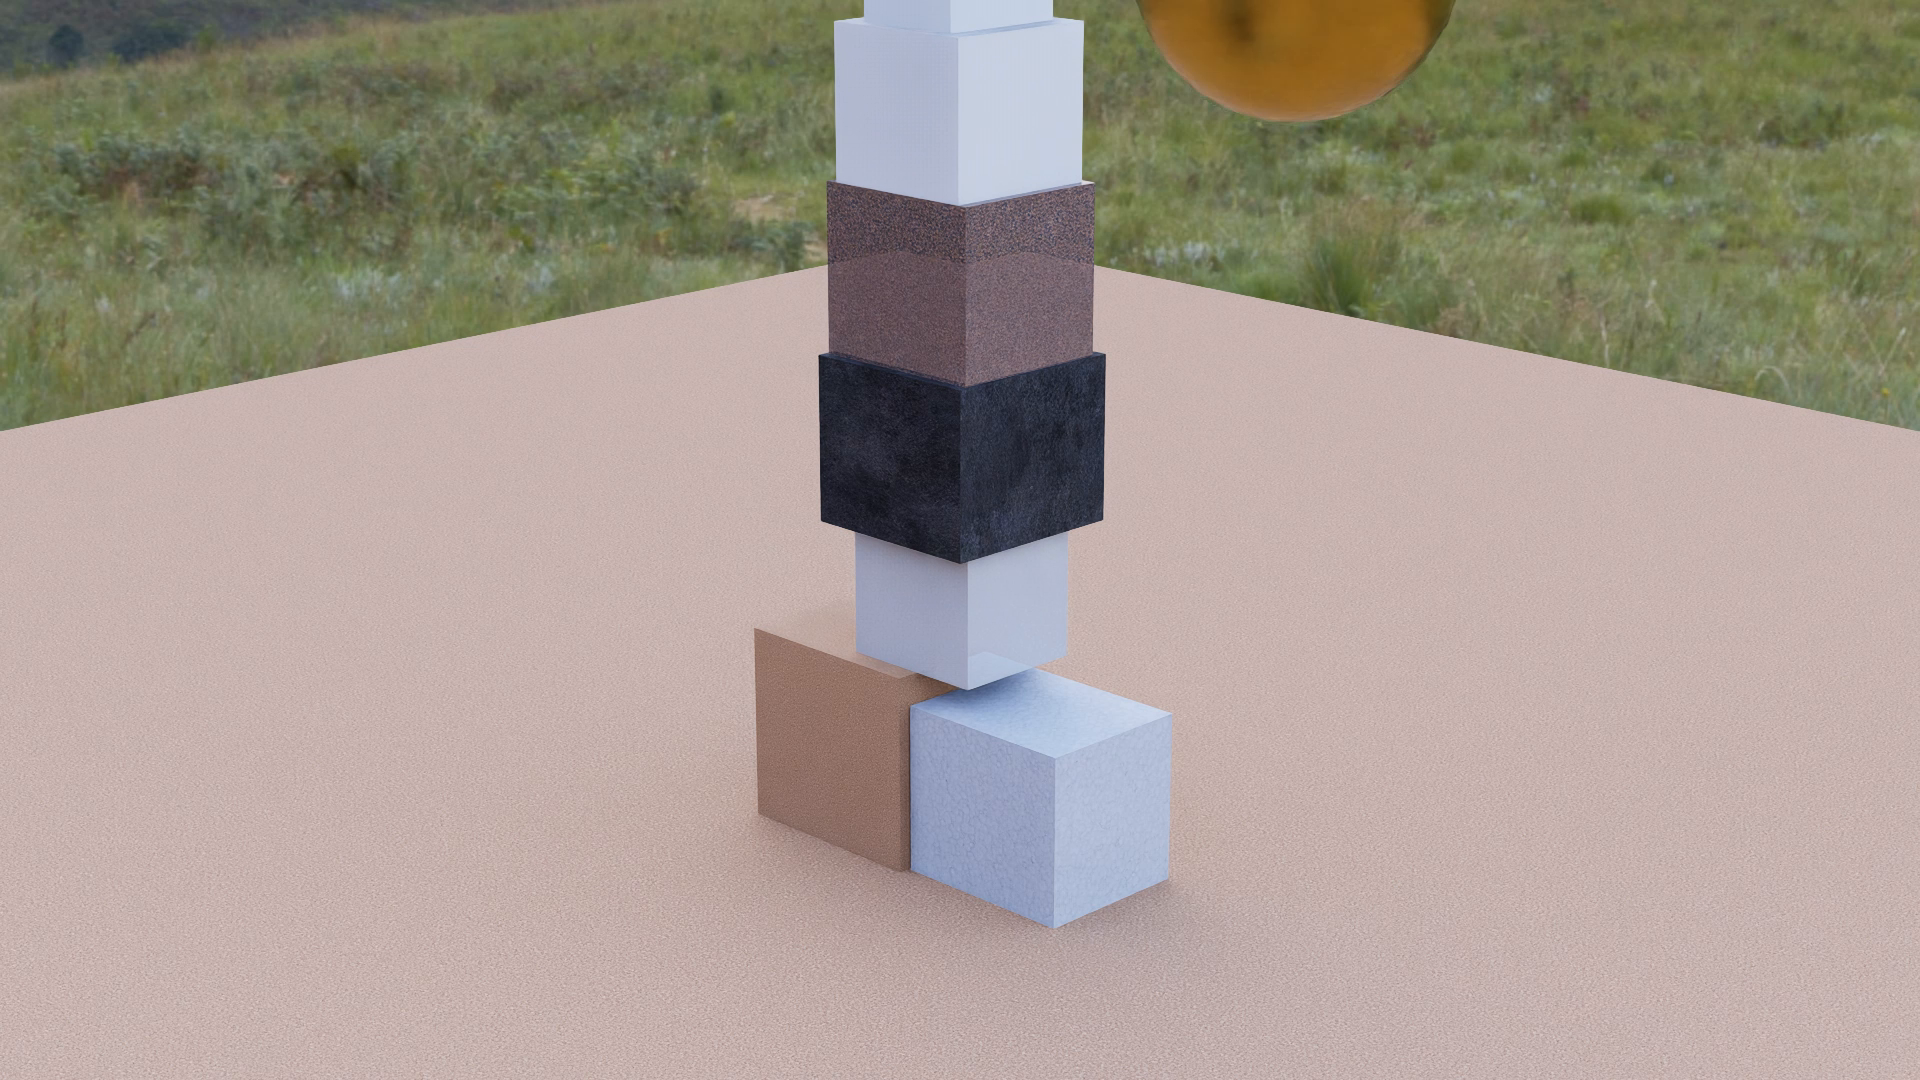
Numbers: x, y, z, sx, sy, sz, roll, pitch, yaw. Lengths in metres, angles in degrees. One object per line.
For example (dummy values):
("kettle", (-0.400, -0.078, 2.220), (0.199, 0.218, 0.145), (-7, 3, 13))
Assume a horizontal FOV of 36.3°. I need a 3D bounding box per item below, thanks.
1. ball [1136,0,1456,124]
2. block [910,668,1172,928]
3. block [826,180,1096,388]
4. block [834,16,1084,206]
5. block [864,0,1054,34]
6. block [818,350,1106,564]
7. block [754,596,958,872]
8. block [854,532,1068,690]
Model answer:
("ball", (1.623, -2.820, 14.156), (1.600, 1.600, 1.600), (0, 17, 0))
("block", (0.364, 1.150, 13.343), (0.765, 0.806, 0.903), (-17, 24, -42))
("block", (0.003, -1.199, 12.968), (0.803, 0.780, 0.862), (-17, 24, -42))
("block", (-0.004, -1.903, 12.739), (0.763, 0.701, 0.757), (-17, 24, -42))
("block", (-0.006, -2.509, 12.547), (0.623, 0.572, 0.528), (-17, 24, -42))
("block", (0.010, -0.458, 13.208), (0.920, 0.777, 0.896), (-17, 24, -42))
("block", (-0.313, 0.879, 13.966), (0.878, 0.949, 0.990), (-17, 24, -42))
("block", (0.006, 0.218, 13.417), (0.646, 0.640, 0.726), (-17, 24, -42))
